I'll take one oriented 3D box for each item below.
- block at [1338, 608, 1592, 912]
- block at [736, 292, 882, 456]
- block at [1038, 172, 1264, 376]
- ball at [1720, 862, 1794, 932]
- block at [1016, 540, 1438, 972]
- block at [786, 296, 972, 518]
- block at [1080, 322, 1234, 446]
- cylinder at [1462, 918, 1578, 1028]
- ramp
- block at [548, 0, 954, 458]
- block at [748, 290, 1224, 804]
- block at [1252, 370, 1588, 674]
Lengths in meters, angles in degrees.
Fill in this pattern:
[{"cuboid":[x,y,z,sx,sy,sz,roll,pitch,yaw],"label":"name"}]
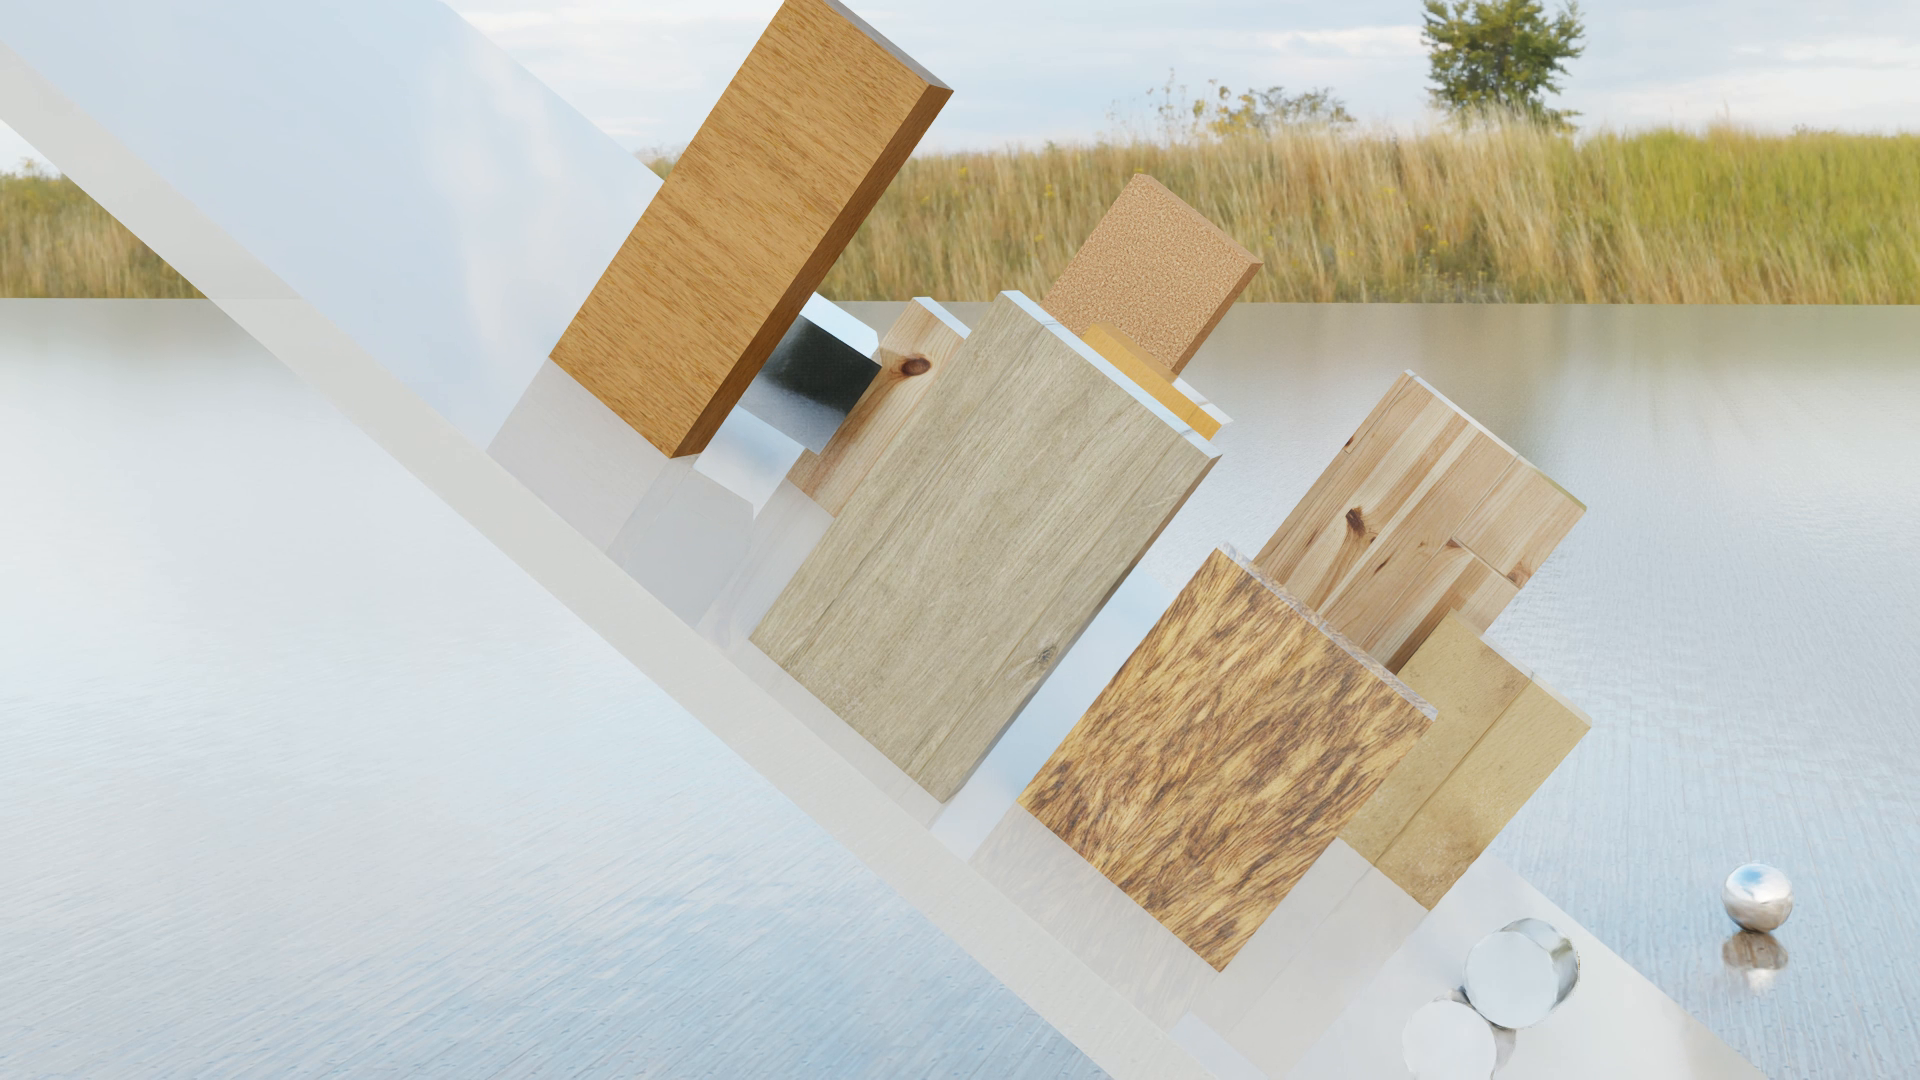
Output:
[{"cuboid":[0.914,0.416,4.178,0.331,0.468,0.091,39,16,9],"label":"block"},{"cuboid":[-0.276,-0.308,3.835,0.194,0.194,0.194,32,17,-17],"label":"block"},{"cuboid":[0.290,-0.387,4.657,0.305,0.726,0.147,39,16,9],"label":"block"},{"cuboid":[2.248,1.008,6.200,0.195,0.195,0.195,0,7,0],"label":"ball"},{"cuboid":[0.392,0.323,3.275,0.398,0.500,0.083,39,16,9],"label":"block"},{"cuboid":[-0.065,-0.175,3.900,0.312,0.401,0.095,39,16,9],"label":"block"},{"cuboid":[0.232,-0.116,4.161,0.306,0.511,0.124,39,16,9],"label":"block"},{"cuboid":[0.998,0.768,3.908,0.167,0.167,0.167,4,1,27],"label":"cylinder"},{"cuboid":[-0.048,0.106,4.062,4.000,0.100,2.000,39,16,9],"label":"ramp"},{"cuboid":[-0.349,-0.517,3.622,0.275,0.750,0.133,39,16,9],"label":"block"},{"cuboid":[0.029,0.012,3.138,0.373,0.634,0.095,39,16,9],"label":"block"},{"cuboid":[0.820,0.095,4.362,0.436,0.755,0.106,39,16,9],"label":"block"}]
